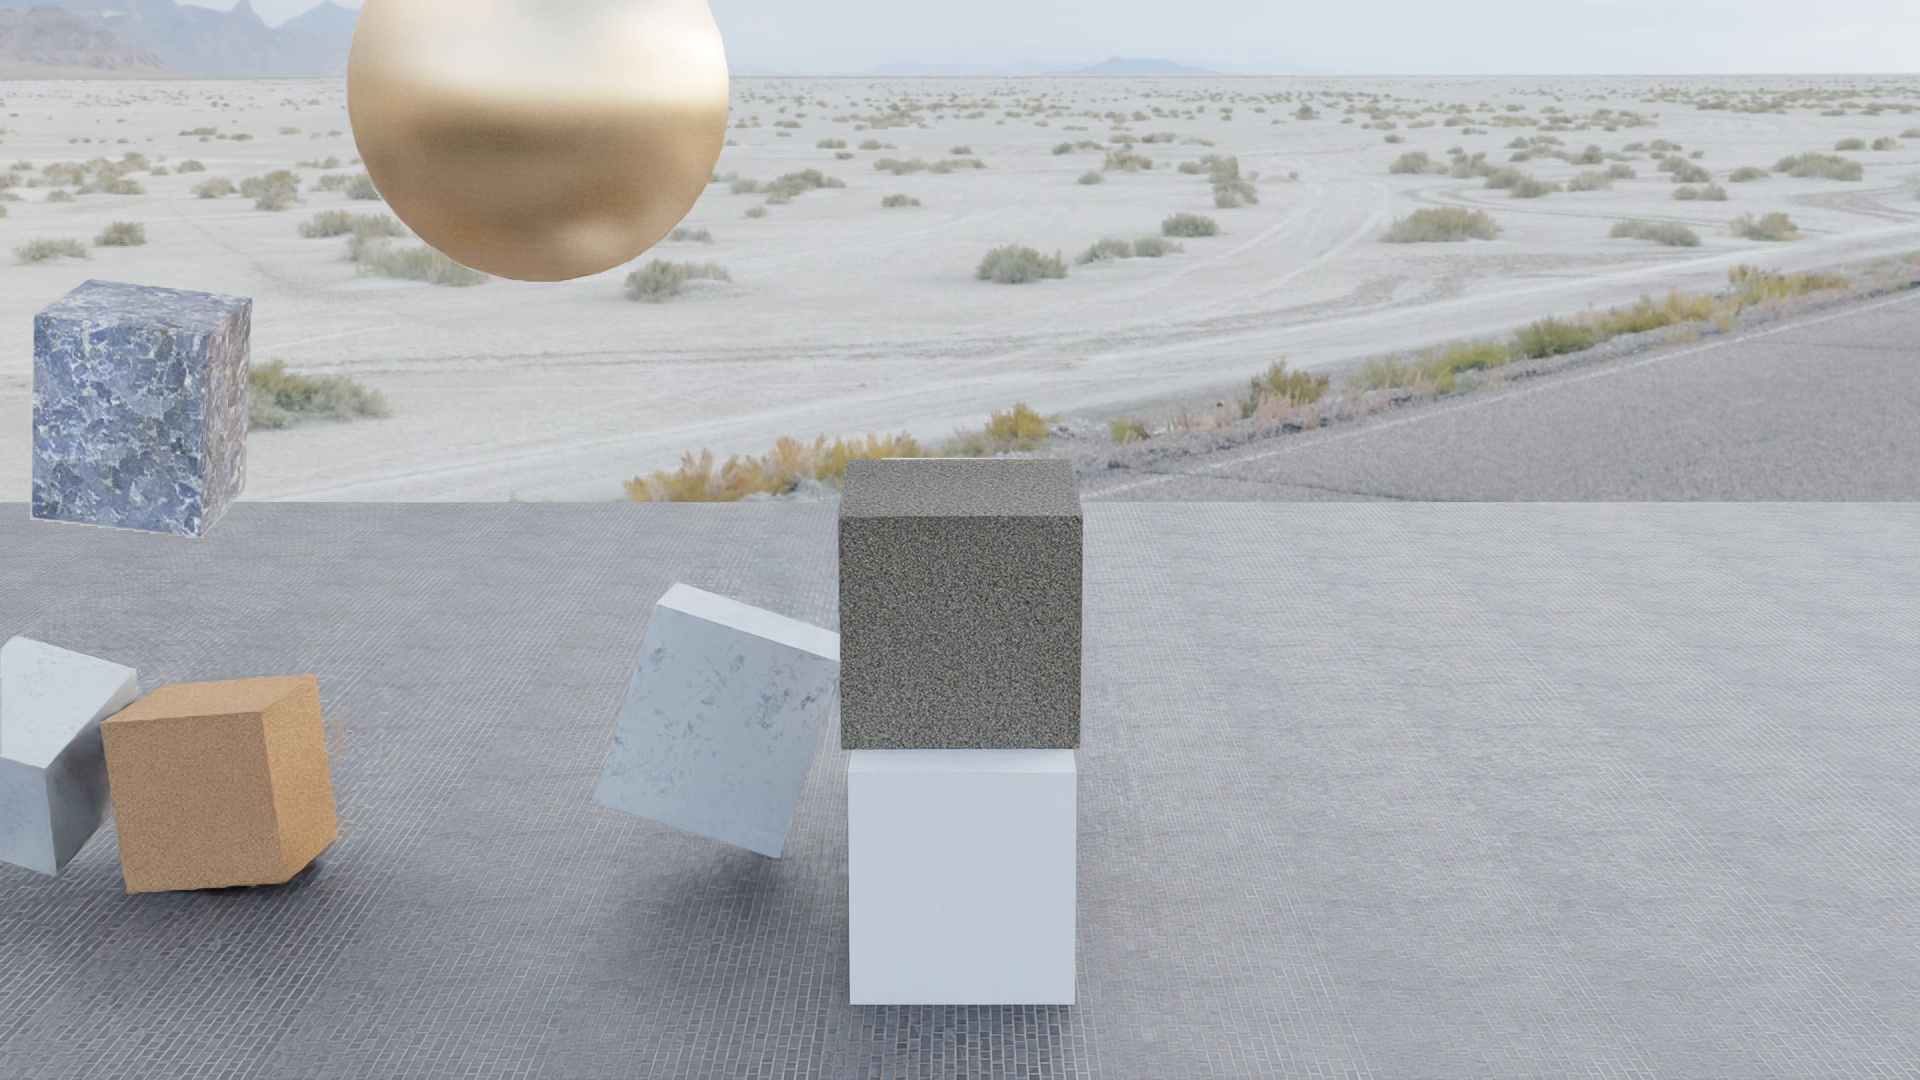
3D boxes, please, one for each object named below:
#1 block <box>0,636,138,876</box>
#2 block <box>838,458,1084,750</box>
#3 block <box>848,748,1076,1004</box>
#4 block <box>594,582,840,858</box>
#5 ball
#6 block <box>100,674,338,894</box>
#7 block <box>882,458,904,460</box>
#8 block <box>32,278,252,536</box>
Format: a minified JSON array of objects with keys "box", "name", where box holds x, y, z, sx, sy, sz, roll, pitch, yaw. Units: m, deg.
[{"box":[-4.118,0.954,11.431,0.601,0.626,0.741,14,36,9],"name":"block"},{"box":[-0.002,0.239,10.292,0.929,0.937,0.925,0,15,-1],"name":"block"},{"box":[0.009,1.233,10.223,0.859,0.916,1.019,0,10,0],"name":"block"},{"box":[-1.040,0.778,11.384,0.824,0.889,0.953,18,4,-3],"name":"block"},{"box":[-1.772,-1.893,10.836,1.600,1.600,1.600,0,10,0],"name":"ball"},{"box":[-3.264,1.070,11.366,0.717,0.763,0.695,-5,10,6],"name":"block"},{"box":[0.011,0.089,12.165,0.784,0.851,0.761,0,10,1],"name":"block"},{"box":[-3.524,-0.582,11.081,0.709,0.880,0.716,7,18,-2],"name":"block"}]
